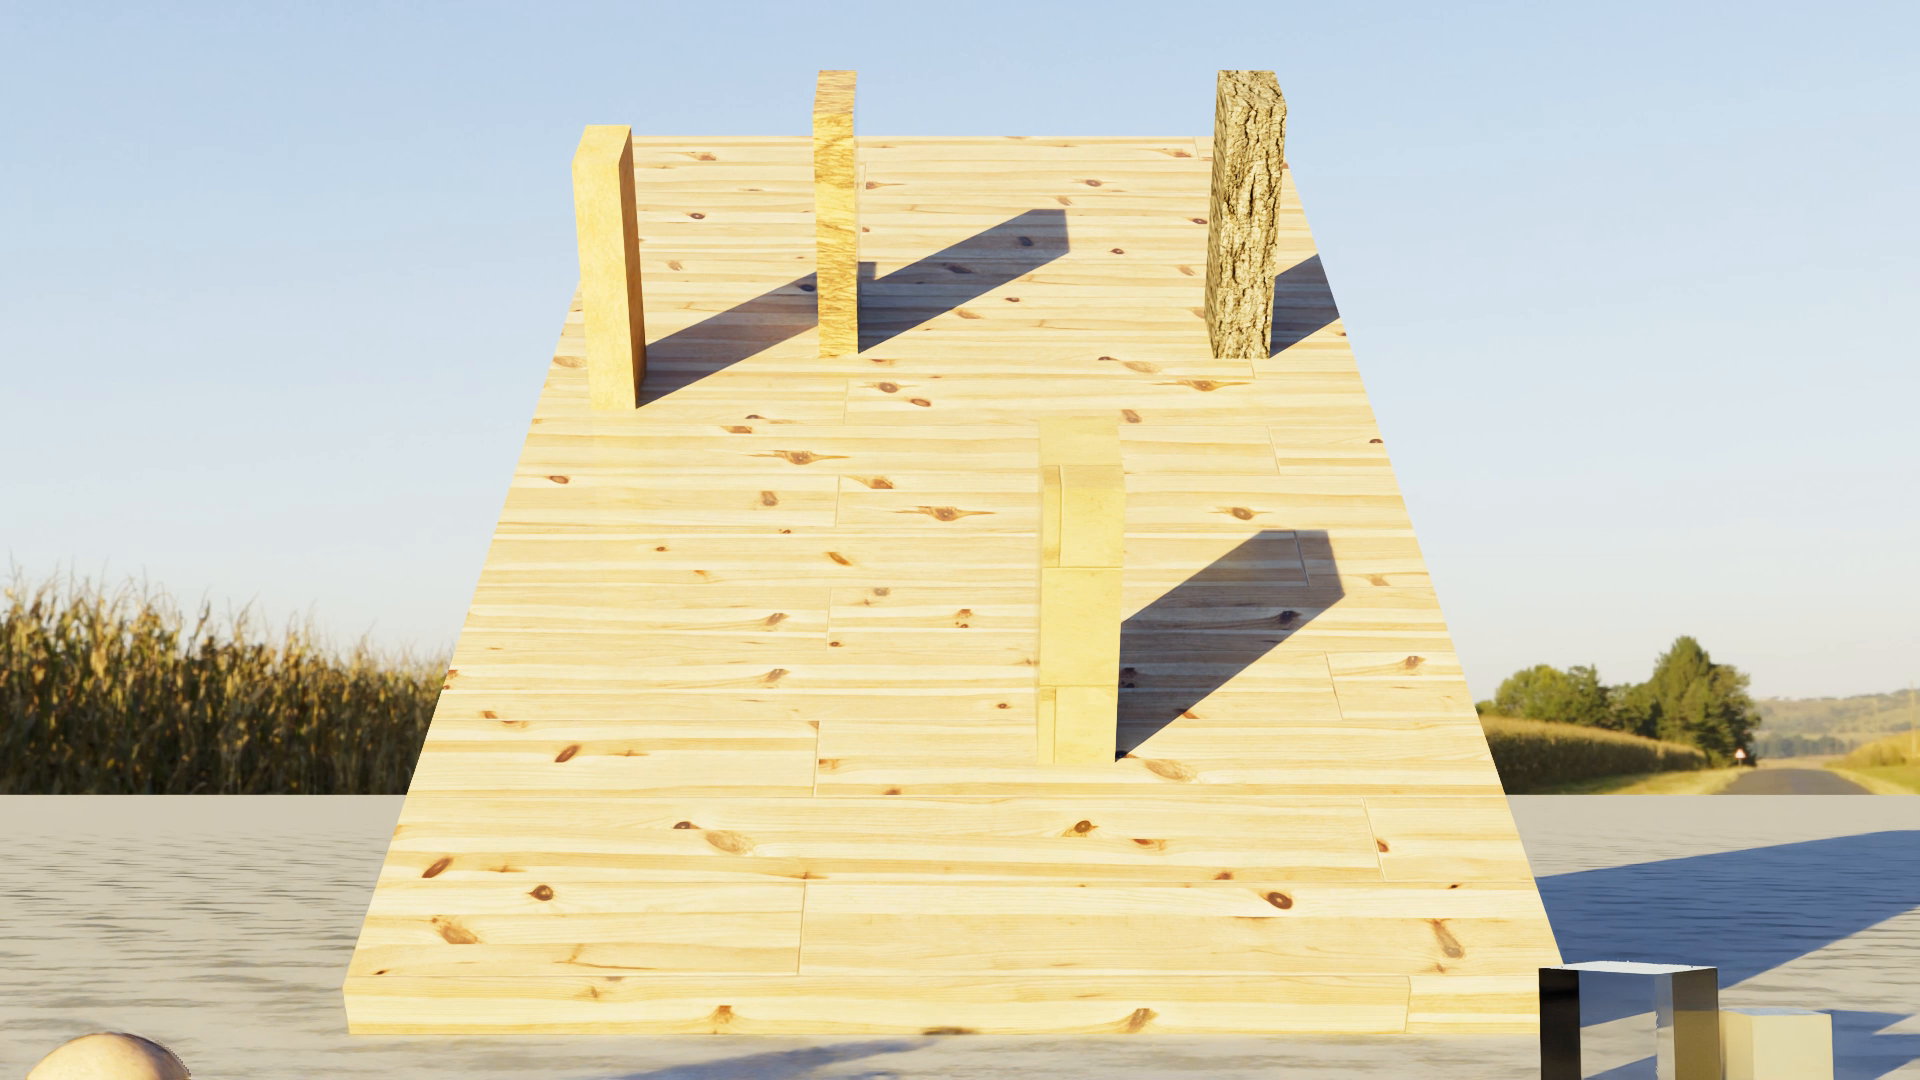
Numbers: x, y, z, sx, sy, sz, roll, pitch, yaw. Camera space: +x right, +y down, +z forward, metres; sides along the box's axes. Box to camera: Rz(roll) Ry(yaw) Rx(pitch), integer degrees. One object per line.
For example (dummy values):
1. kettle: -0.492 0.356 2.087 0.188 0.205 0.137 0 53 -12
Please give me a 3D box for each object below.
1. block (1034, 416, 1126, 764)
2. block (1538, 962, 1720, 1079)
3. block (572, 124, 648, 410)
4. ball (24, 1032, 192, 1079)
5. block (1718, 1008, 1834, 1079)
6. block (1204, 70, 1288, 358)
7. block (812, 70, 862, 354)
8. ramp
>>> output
1. block: 0.216 0.093 4.456 0.142 0.579 0.283 0 29 0
2. block: 0.882 0.648 3.172 0.168 0.168 0.168 -6 -8 44
3. block: -0.828 -0.644 5.712 0.105 0.619 0.258 0 29 0
4. ball: -0.812 0.555 2.288 0.172 0.172 0.172 0 -6 0
5. block: 1.075 0.678 3.182 0.109 0.109 0.109 1 -6 -8
6. block: 0.702 -0.803 5.966 0.138 0.656 0.269 0 29 0
7. block: -0.304 -0.817 6.010 0.095 0.629 0.319 0 29 0
8. ramp: -0.013 -0.214 5.686 2.000 0.100 4.000 0 29 0
